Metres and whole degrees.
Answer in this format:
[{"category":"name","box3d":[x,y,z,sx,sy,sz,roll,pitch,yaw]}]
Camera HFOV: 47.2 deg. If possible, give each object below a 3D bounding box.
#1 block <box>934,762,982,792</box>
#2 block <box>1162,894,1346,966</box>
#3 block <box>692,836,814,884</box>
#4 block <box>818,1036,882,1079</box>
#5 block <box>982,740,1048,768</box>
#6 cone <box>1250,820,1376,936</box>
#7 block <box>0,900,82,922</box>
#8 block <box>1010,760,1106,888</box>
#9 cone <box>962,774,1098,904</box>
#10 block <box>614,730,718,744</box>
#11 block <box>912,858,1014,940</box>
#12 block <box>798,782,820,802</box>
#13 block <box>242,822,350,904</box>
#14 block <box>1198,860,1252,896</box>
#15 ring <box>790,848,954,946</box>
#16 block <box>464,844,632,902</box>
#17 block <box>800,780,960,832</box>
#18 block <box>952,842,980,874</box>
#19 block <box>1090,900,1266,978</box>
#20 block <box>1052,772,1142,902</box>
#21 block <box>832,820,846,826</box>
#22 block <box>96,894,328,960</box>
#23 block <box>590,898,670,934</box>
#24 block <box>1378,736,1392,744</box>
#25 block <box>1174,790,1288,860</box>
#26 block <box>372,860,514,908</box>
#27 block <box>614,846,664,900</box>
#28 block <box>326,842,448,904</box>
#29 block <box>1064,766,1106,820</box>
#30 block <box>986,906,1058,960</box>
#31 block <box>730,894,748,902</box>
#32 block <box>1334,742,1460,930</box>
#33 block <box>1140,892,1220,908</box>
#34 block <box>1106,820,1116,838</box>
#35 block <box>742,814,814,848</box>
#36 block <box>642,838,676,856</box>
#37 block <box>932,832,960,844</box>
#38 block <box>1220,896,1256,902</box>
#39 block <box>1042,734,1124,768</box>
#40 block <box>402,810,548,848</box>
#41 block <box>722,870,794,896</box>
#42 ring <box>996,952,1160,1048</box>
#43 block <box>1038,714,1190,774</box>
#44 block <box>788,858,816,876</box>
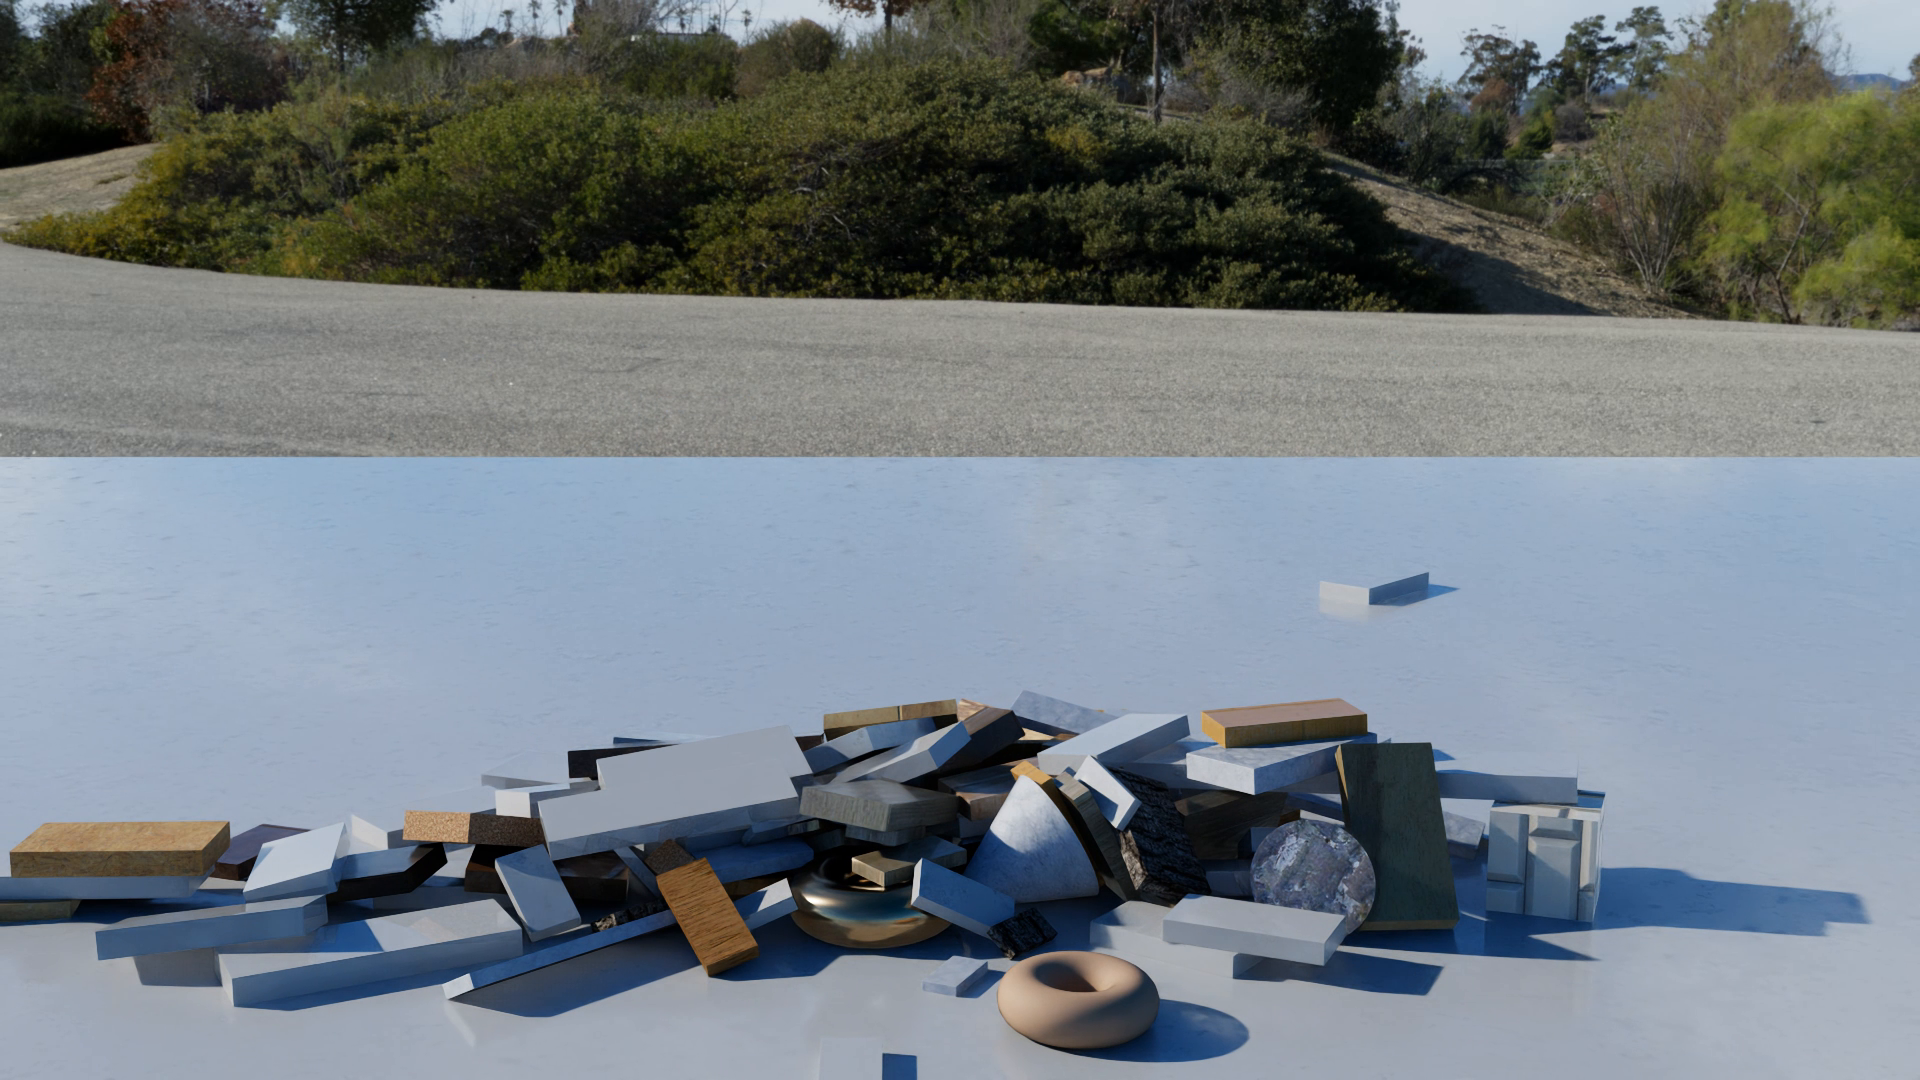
[{"category":"block","box3d":[-0.088,0.455,4.156,0.247,0.035,0.124,-15,16,-29]},{"category":"block","box3d":[0.449,0.593,3.358,0.252,0.036,0.126,5,11,23]},{"category":"block","box3d":[-0.339,0.521,3.598,0.180,0.025,0.090,-9,15,-22]},{"category":"block","box3d":[-0.146,0.712,2.949,0.084,0.024,0.167,0,11,-2]},{"category":"block","box3d":[0.180,0.442,4.078,0.277,0.139,0.039,0,5,-2]},{"category":"cone","box3d":[0.583,0.522,3.528,0.197,0.197,0.197,4,8,19]},{"category":"block","box3d":[-1.546,0.591,3.582,0.203,0.029,0.102,-2,11,-10]},{"category":"block","box3d":[0.164,0.480,3.688,0.031,0.219,0.109,-32,20,-14]},{"category":"cone","box3d":[0.065,0.547,3.613,0.233,0.233,0.233,-31,20,-14]},{"category":"block","box3d":[-0.488,0.417,4.311,0.356,0.050,0.178,4,0,1]},{"category":"block","box3d":[0.006,0.566,3.439,0.168,0.024,0.084,26,32,-14]},{"category":"block","box3d":[-0.304,0.451,3.750,0.163,0.023,0.081,-11,15,-23]},{"category":"block","box3d":[-1.082,0.535,3.601,0.138,0.039,0.276,-15,11,-9]},{"category":"block","box3d":[0.541,0.560,3.651,0.283,0.040,0.142,0,0,-1]},{"category":"ring","box3d":[-0.136,0.570,3.524,0.285,0.095,0.285,-1,12,0]},{"category":"block","box3d":[-0.674,0.546,3.617,0.258,0.037,0.129,4,10,-6]},{"category":"block","box3d":[-0.128,0.436,3.623,0.154,0.044,0.309,9,-1,21]},{"category":"block","box3d":[-0.016,0.558,3.765,0.190,0.027,0.095,-8,13,-35]},{"category":"block","box3d":[0.343,0.618,3.419,0.253,0.036,0.126,7,13,35]},{"category":"block","box3d":[0.228,0.492,3.626,0.031,0.219,0.109,-32,18,-10]},{"category":"block","box3d":[-0.148,0.482,3.720,0.070,0.020,0.140,-4,-16,33]},{"category":"block","box3d":[-1.142,0.592,3.368,0.306,0.043,0.153,-6,-2,-4]},{"category":"block","box3d":[-0.506,0.594,3.502,0.149,0.021,0.074,-10,-13,-43]},{"category":"block","box3d":[0.703,0.415,4.489,0.310,0.044,0.155,8,13,38]},{"category":"block","box3d":[0.448,0.494,3.781,0.283,0.142,0.040,-10,32,-43]},{"category":"block","box3d":[-0.832,0.573,3.662,0.258,0.037,0.129,0,11,-1]},{"category":"block","box3d":[-0.528,0.534,3.613,0.021,0.149,0.074,-40,20,-7]},{"category":"block","box3d":[-0.988,0.552,3.606,0.258,0.037,0.129,-10,11,17]},{"category":"block","box3d":[0.249,0.483,3.689,0.219,0.109,0.031,36,53,18]},{"category":"block","box3d":[0.097,0.612,3.423,0.056,0.016,0.113,47,33,22]},{"category":"block","box3d":[-0.393,0.586,3.634,0.149,0.021,0.074,-4,11,-20]},{"category":"block","box3d":[0.705,0.477,3.558,0.152,0.304,0.043,-1,-29,-4]},{"category":"block","box3d":[0.367,0.583,3.541,0.140,0.020,0.070,24,35,38]},{"category":"block","box3d":[0.280,0.530,3.631,0.020,0.140,0.070,-32,18,-11]},{"category":"block","box3d":[-0.298,0.474,3.621,0.113,0.016,0.057,-12,-25,-29]},{"category":"block","box3d":[-0.444,0.520,3.769,0.197,0.099,0.028,-2,33,-13]},{"category":"block","box3d":[-0.100,0.526,3.857,0.190,0.027,0.095,-4,1,8]},{"category":"block","box3d":[0.423,0.596,3.581,0.139,0.020,0.070,-1,11,-3]},{"category":"block","box3d":[0.241,0.381,3.970,0.167,0.024,0.084,5,12,27]},{"category":"block","box3d":[-0.747,0.494,3.711,0.169,0.048,0.338,-4,-12,39]},{"category":"block","box3d":[-0.341,0.558,3.637,0.180,0.026,0.090,3,9,-33]},{"category":"ring","box3d":[0.168,0.652,3.126,0.232,0.077,0.232,1,11,0]},{"category":"block","box3d":[0.271,0.357,3.849,0.132,0.037,0.264,-3,9,42]},{"category":"block","box3d":[-0.216,0.547,3.696,0.180,0.026,0.090,10,5,-39]}]
